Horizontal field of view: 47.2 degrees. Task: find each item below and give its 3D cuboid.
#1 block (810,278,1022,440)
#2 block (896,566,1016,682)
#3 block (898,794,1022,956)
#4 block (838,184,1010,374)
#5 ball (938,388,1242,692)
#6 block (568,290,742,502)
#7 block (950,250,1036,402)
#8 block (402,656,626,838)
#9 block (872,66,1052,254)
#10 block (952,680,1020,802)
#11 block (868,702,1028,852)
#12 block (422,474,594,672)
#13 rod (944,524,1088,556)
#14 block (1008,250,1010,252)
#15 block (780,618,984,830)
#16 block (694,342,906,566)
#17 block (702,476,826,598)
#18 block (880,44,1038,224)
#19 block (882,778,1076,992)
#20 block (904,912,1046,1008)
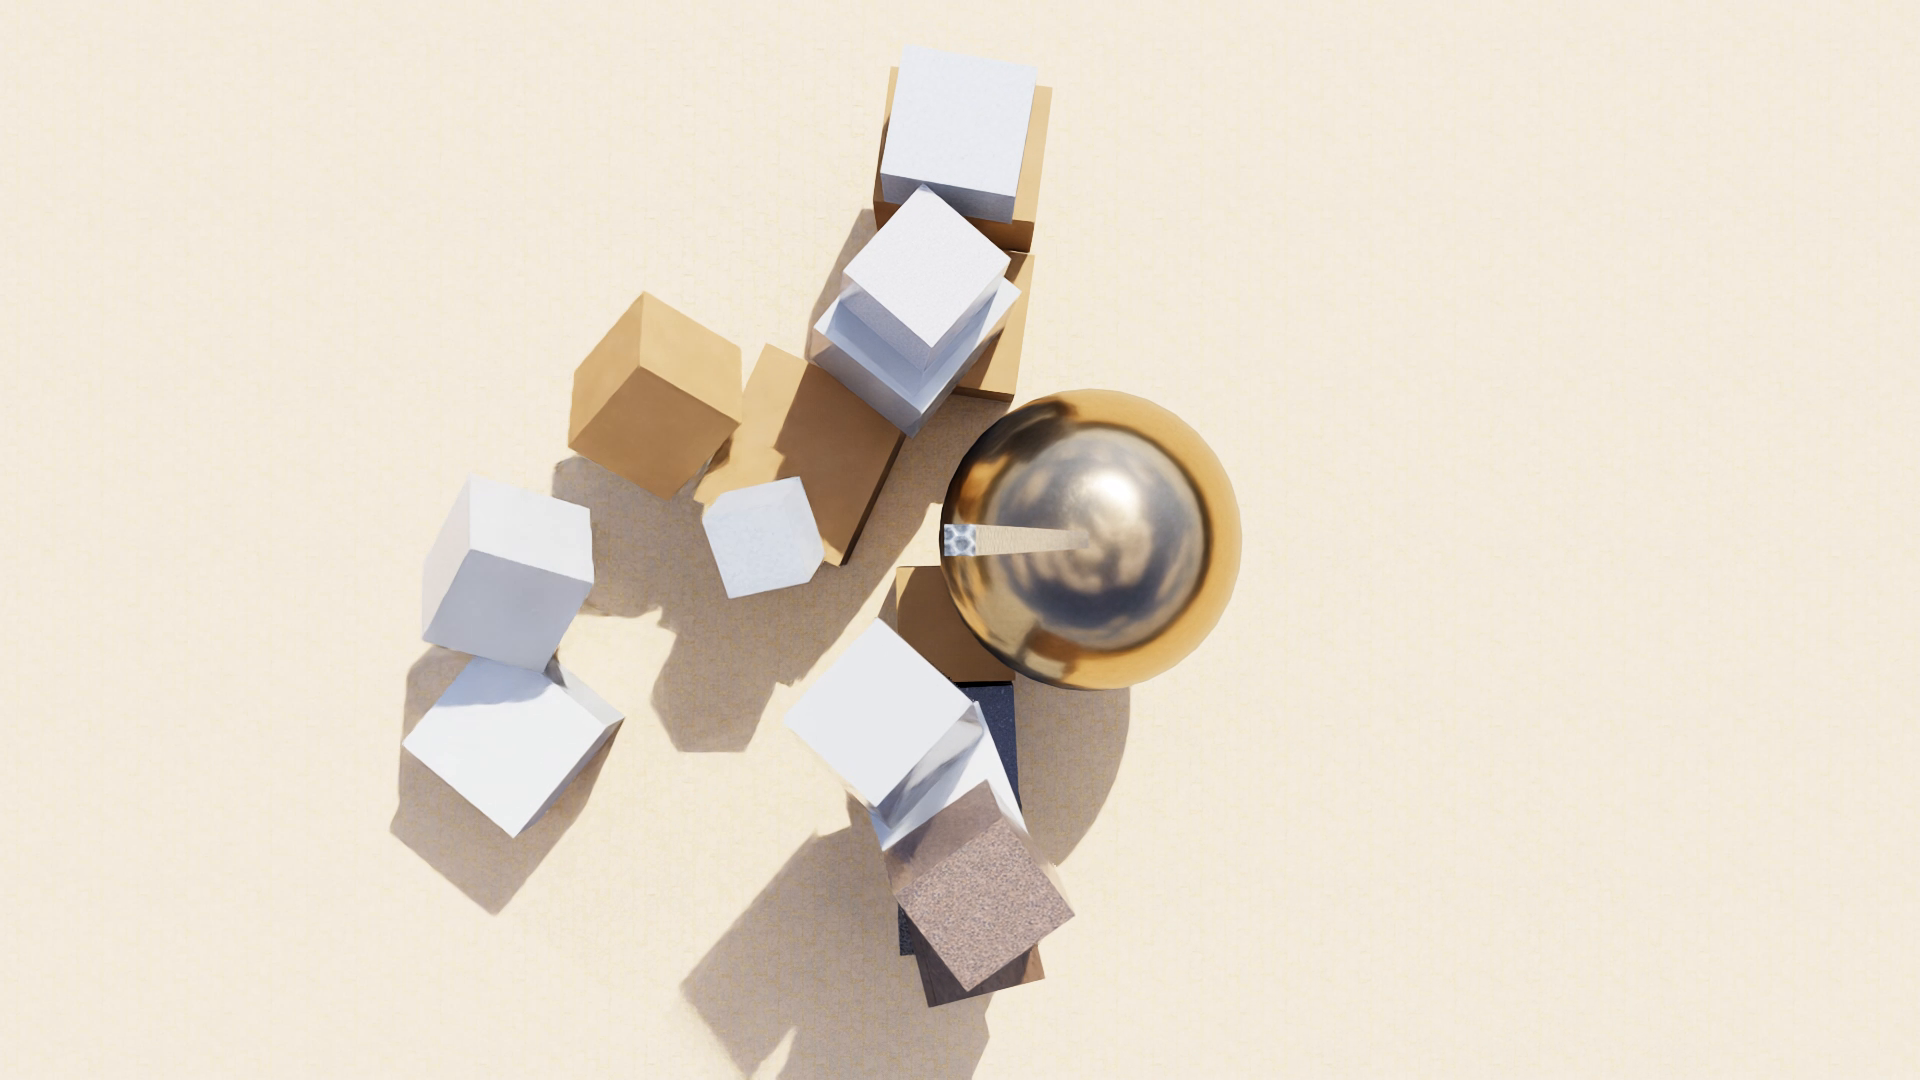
[{"bbox_3d":[-0.252,-1.152,11.811,0.723,0.726,0.839,38,80,1],"label":"block"},{"bbox_3d":[-0.023,0.469,12.636,0.653,0.728,0.644,-1,90,0],"label":"block"},{"bbox_3d":[0.004,1.893,12.628,0.719,0.745,0.813,-3,90,0],"label":"block"},{"bbox_3d":[-0.188,-1.320,11.173,0.580,0.590,0.604,41,80,1],"label":"block"},{"bbox_3d":[0.684,0.000,11.586,1.600,1.600,1.600,0,90,0],"label":"ball"},{"bbox_3d":[-1.675,-0.790,12.123,0.660,0.684,0.687,30,122,-28],"label":"block"},{"bbox_3d":[-0.063,-1.260,12.623,0.863,0.755,0.784,8,90,0],"label":"block"},{"bbox_3d":[-2.552,1.093,12.650,0.820,0.700,0.809,40,90,0],"label":"block"},{"bbox_3d":[0.014,-2.054,11.975,0.863,0.845,0.724,8,86,0],"label":"block"},{"bbox_3d":[-0.020,1.158,12.664,0.673,0.671,0.655,-3,90,0],"label":"block"},{"bbox_3d":[-0.111,1.381,11.878,0.741,0.773,0.785,-21,84,-2],"label":"block"},{"bbox_3d":[-2.470,0.184,11.982,0.691,0.611,0.712,18,125,-26],"label":"block"},{"bbox_3d":[0.296,0.000,8.208,0.080,5.200,0.080,0,90,7],"label":"rod"},{"bbox_3d":[-0.003,-2.010,12.688,0.625,0.584,0.621,3,86,0],"label":"block"},{"bbox_3d":[-0.383,0.946,11.182,0.655,0.706,0.699,41,80,15],"label":"block"},{"bbox_3d":[-0.869,-0.471,12.557,0.882,0.886,0.952,25,90,0],"label":"block"},{"bbox_3d":[-1.057,-0.017,11.906,0.465,0.393,0.472,-12,109,15],"label":"block"},{"bbox_3d":[-0.004,-2.061,11.225,0.677,0.649,0.661,10,86,0],"label":"block"},{"bbox_3d":[0.087,1.739,11.153,0.663,0.613,0.642,-35,104,2],"label":"block"},{"bbox_3d":[0.074,2.121,11.952,0.640,0.605,0.579,-14,90,0],"label":"block"}]
